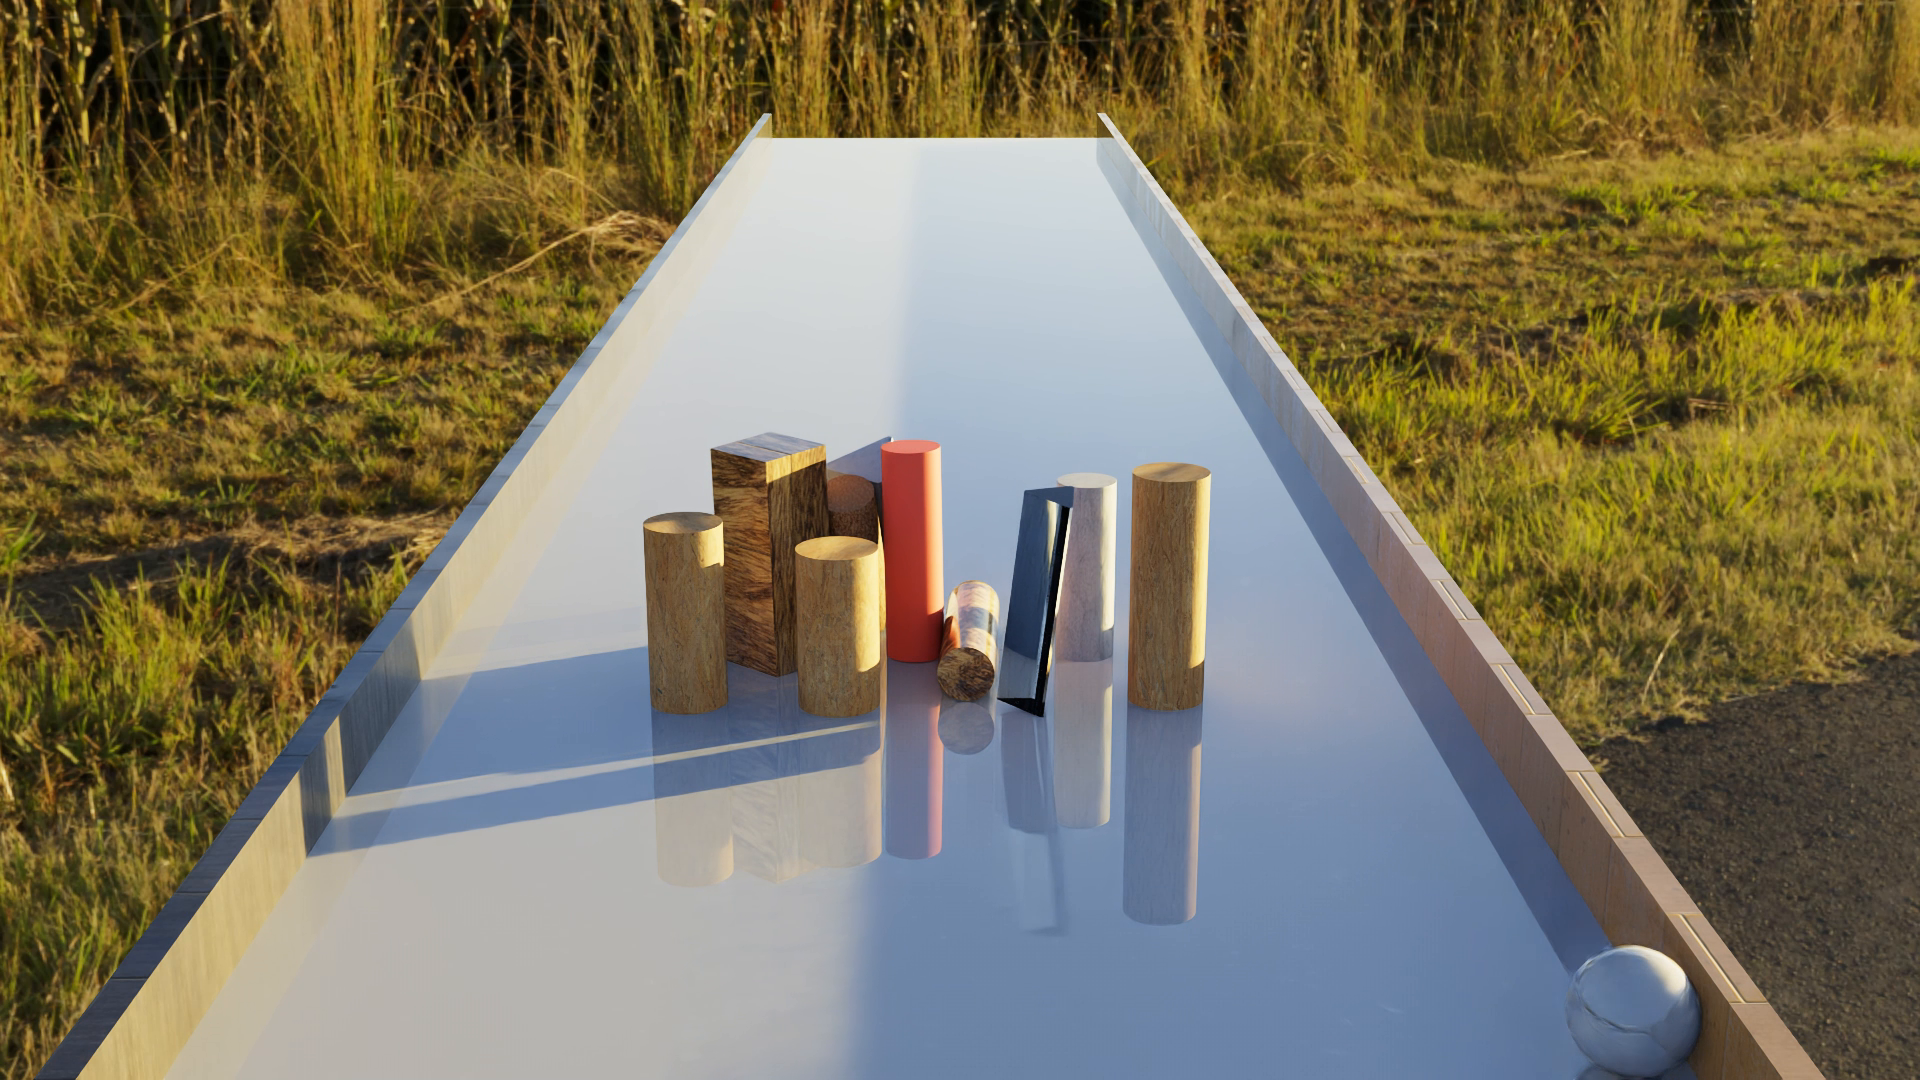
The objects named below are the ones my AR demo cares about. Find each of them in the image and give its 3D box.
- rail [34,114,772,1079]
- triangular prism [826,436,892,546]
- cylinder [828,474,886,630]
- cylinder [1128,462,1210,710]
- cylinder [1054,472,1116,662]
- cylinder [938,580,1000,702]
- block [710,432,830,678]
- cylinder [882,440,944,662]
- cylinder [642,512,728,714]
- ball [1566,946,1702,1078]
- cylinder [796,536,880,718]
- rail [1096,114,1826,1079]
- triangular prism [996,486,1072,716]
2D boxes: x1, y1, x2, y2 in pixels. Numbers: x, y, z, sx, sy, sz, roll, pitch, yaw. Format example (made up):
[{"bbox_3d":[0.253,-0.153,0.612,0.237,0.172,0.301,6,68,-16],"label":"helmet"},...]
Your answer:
[{"bbox_3d":[-1.118,-0.838,7.780,0.050,0.150,12.000,0,17,-1],"label":"rail"},{"bbox_3d":[-0.140,-0.024,4.574,0.153,0.387,0.133,16,47,34],"label":"triangular prism"},{"bbox_3d":[-0.210,0.033,4.483,0.112,0.348,0.112,-4,44,3],"label":"cylinder"},{"bbox_3d":[0.393,0.087,4.150,0.145,0.446,0.145,0,17,0],"label":"cylinder"},{"bbox_3d":[0.252,0.055,4.409,0.118,0.361,0.118,0,17,0],"label":"cylinder"},{"bbox_3d":[0.020,0.195,4.376,0.109,0.109,0.417,1,17,2],"label":"cylinder"},{"bbox_3d":[-0.370,0.027,4.356,0.158,0.440,0.158,15,24,40],"label":"block"},{"bbox_3d":[-0.093,0.022,4.396,0.117,0.429,0.117,-1,16,0],"label":"cylinder"},{"bbox_3d":[-0.516,0.137,4.145,0.148,0.354,0.148,0,17,0],"label":"cylinder"},{"bbox_3d":[0.876,0.614,2.863,0.170,0.170,0.170,0,17,0],"label":"ball"},{"bbox_3d":[-0.230,0.162,4.142,0.155,0.307,0.155,0,17,0],"label":"cylinder"},{"bbox_3d":[0.932,-0.844,7.801,0.050,0.150,12.000,0,17,-1],"label":"rail"},{"bbox_3d":[0.159,0.108,4.081,0.102,0.430,0.088,21,28,28],"label":"triangular prism"}]
